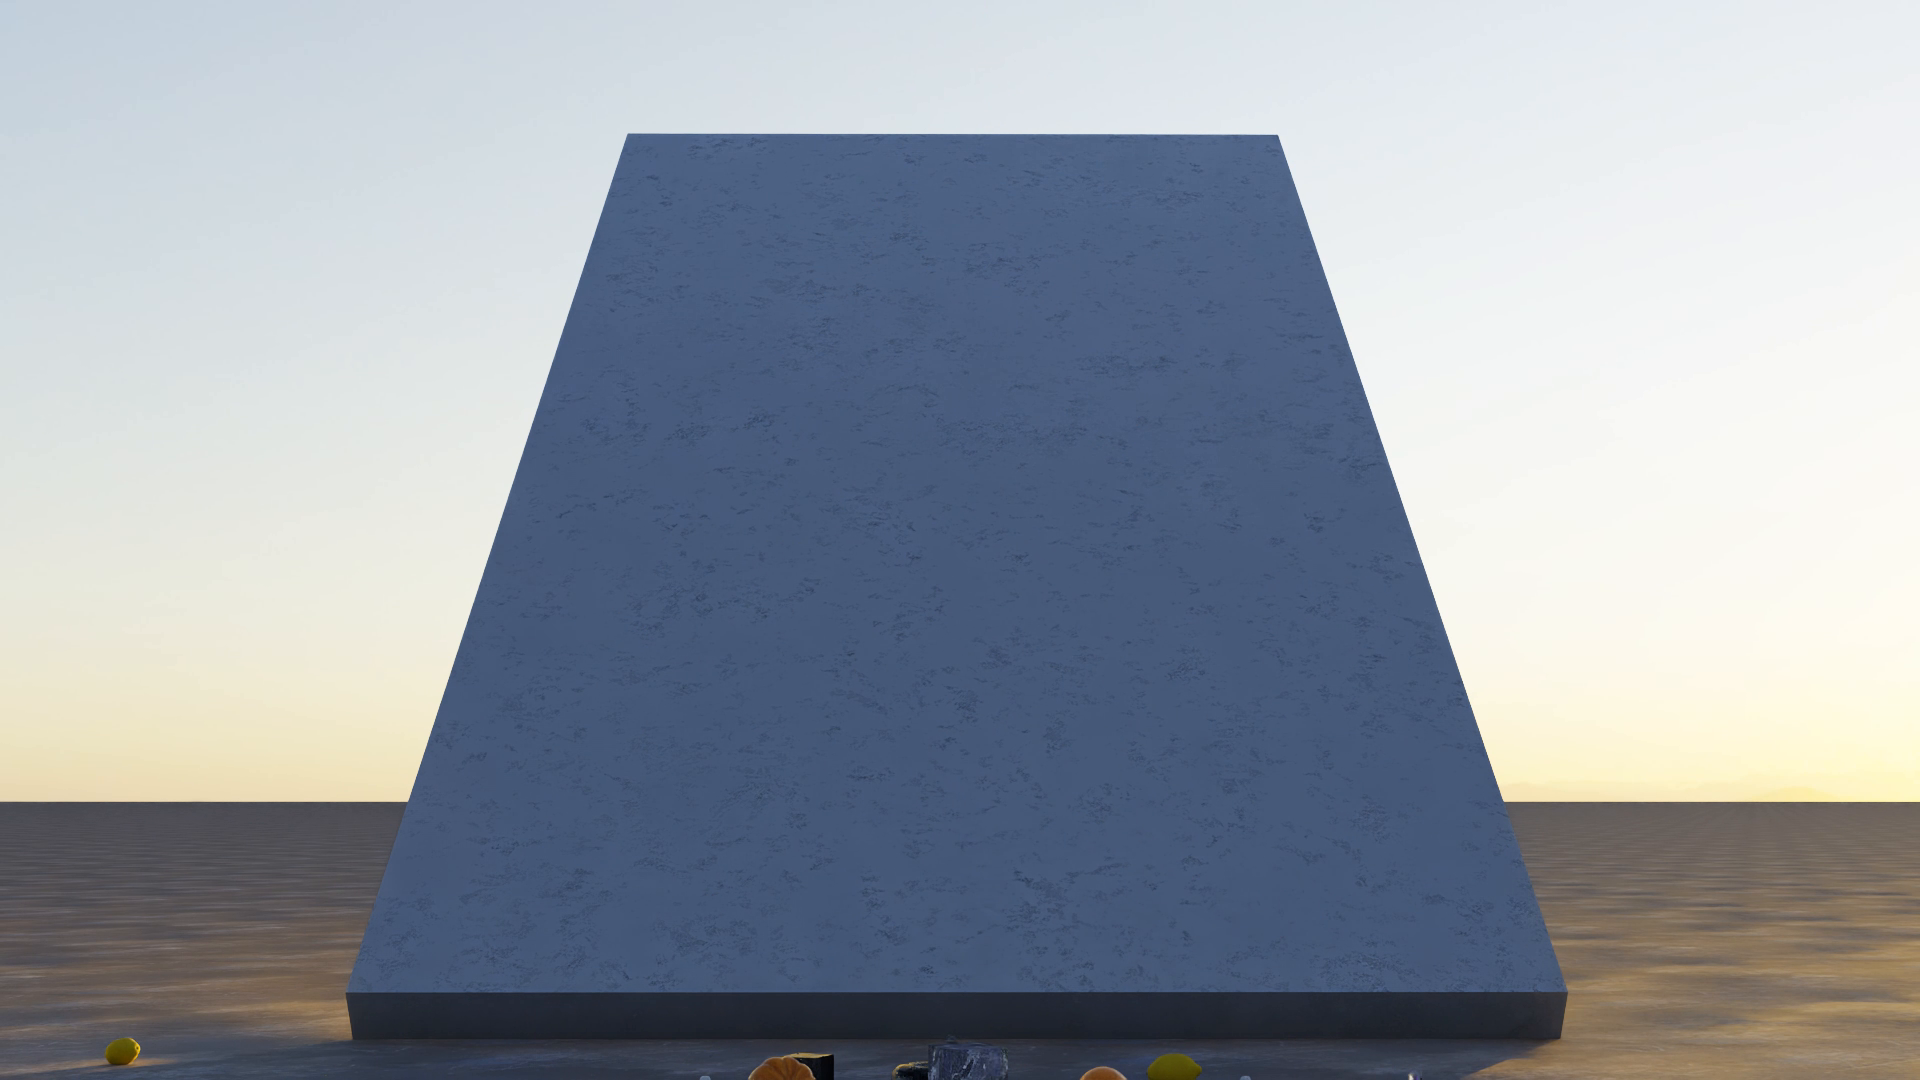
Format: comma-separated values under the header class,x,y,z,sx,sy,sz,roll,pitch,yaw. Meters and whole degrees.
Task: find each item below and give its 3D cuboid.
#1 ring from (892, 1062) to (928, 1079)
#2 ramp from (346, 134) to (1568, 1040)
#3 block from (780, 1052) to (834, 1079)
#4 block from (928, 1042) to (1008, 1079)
class,x,y,z,sx,sy,sz,roll,pitch,yaw
ring,-0.036,0.731,3.271,0.116,0.039,0.116,1,-7,0
ramp,-0.013,-0.211,5.707,2.000,0.100,4.000,0,30,0
block,-0.205,0.720,3.247,0.053,0.053,0.053,-3,-7,23
block,0.010,0.694,3.118,0.078,0.078,0.078,3,-7,-23
